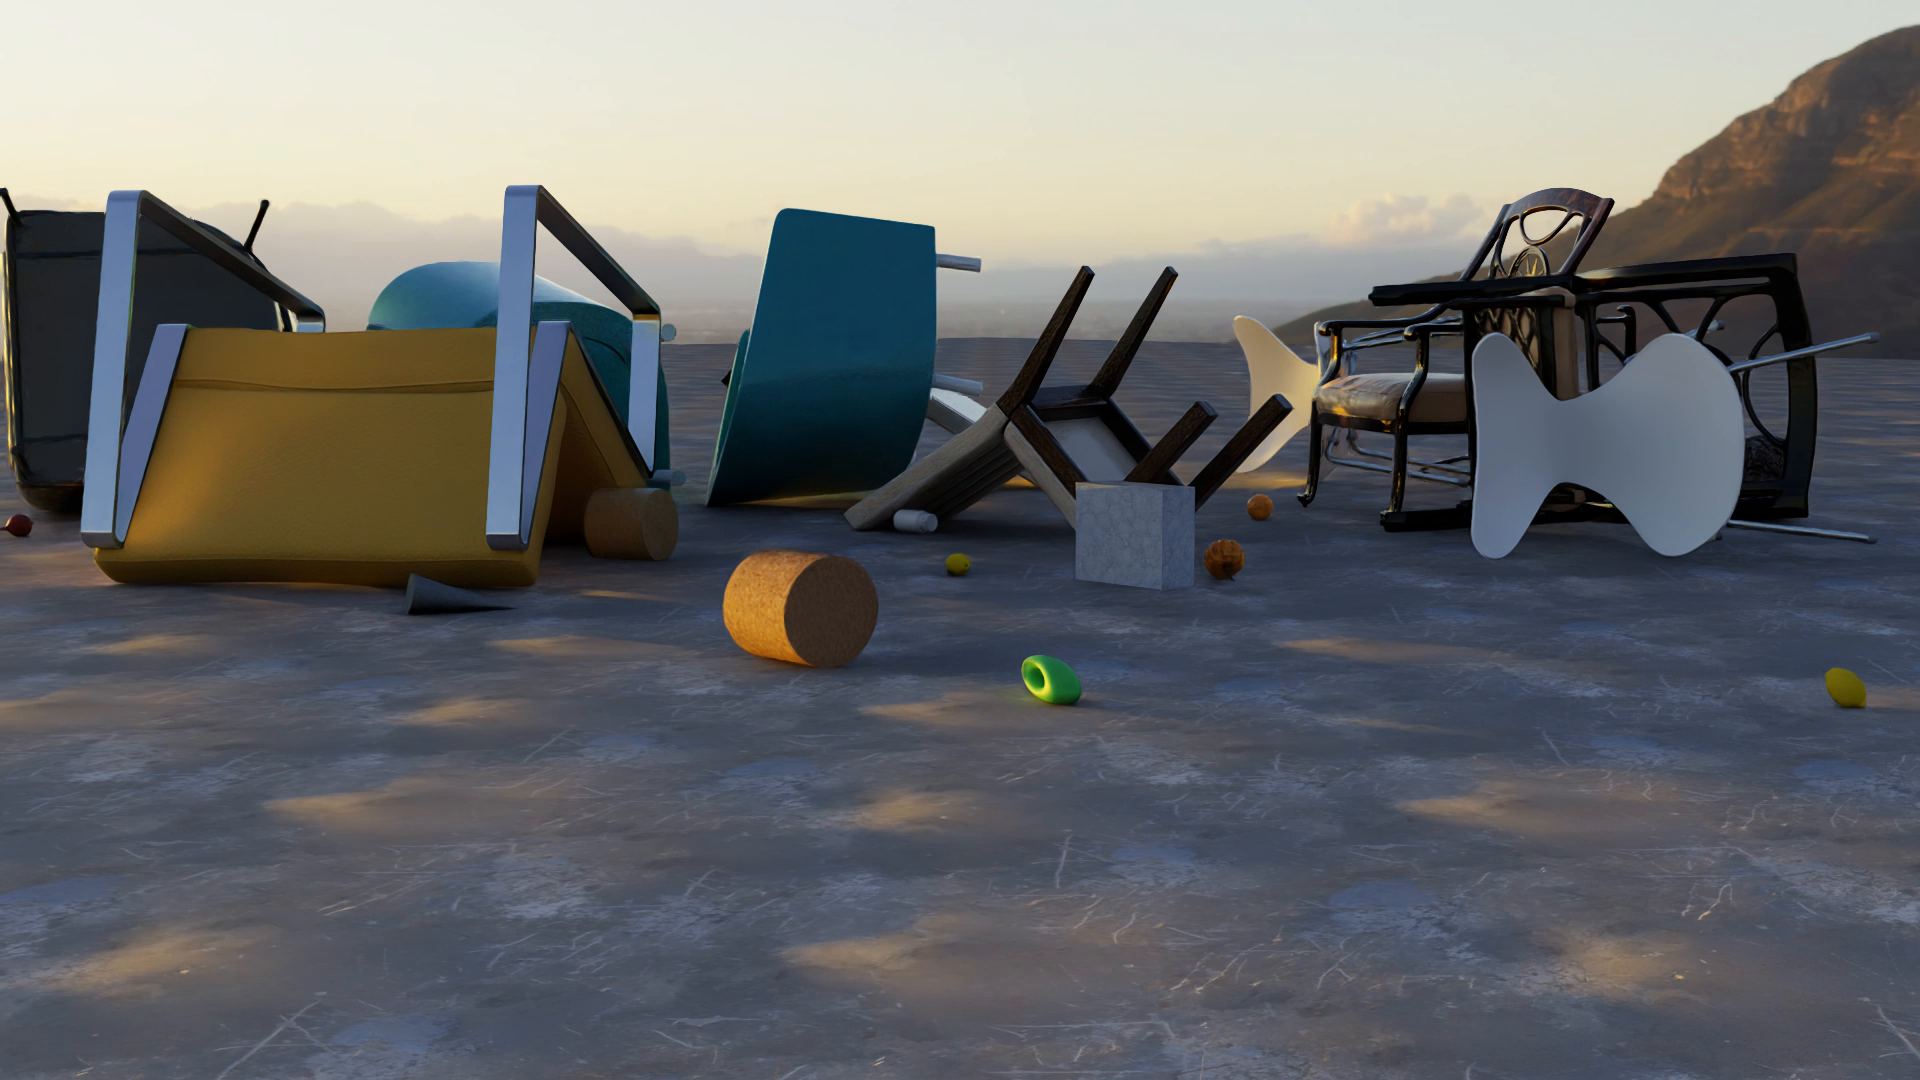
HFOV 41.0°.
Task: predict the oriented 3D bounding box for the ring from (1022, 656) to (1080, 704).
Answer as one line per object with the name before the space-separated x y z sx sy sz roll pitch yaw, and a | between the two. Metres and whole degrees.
ring | 0.142 0.218 4.001 0.057 0.062 0.180 10 10 -18

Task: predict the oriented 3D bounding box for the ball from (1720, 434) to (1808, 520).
ball | 2.176 -0.170 6.946 0.230 0.230 0.230 0 6 0

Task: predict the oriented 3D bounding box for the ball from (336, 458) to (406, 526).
ball | -1.556 -0.127 6.784 0.177 0.177 0.177 0 6 0

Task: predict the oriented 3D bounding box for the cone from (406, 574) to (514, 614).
cone | -0.976 0.121 5.055 0.215 0.078 0.115 9 2 -18

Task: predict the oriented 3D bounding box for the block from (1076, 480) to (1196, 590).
block | 0.375 -0.014 5.517 0.102 0.211 0.255 -5 8 -43

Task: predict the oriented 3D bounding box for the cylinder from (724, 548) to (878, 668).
cylinder | -0.272 0.114 4.383 0.199 0.189 0.177 -16 15 -37

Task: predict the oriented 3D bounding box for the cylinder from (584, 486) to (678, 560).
cylinder | -0.764 -0.038 5.964 0.156 0.172 0.162 2 50 23
